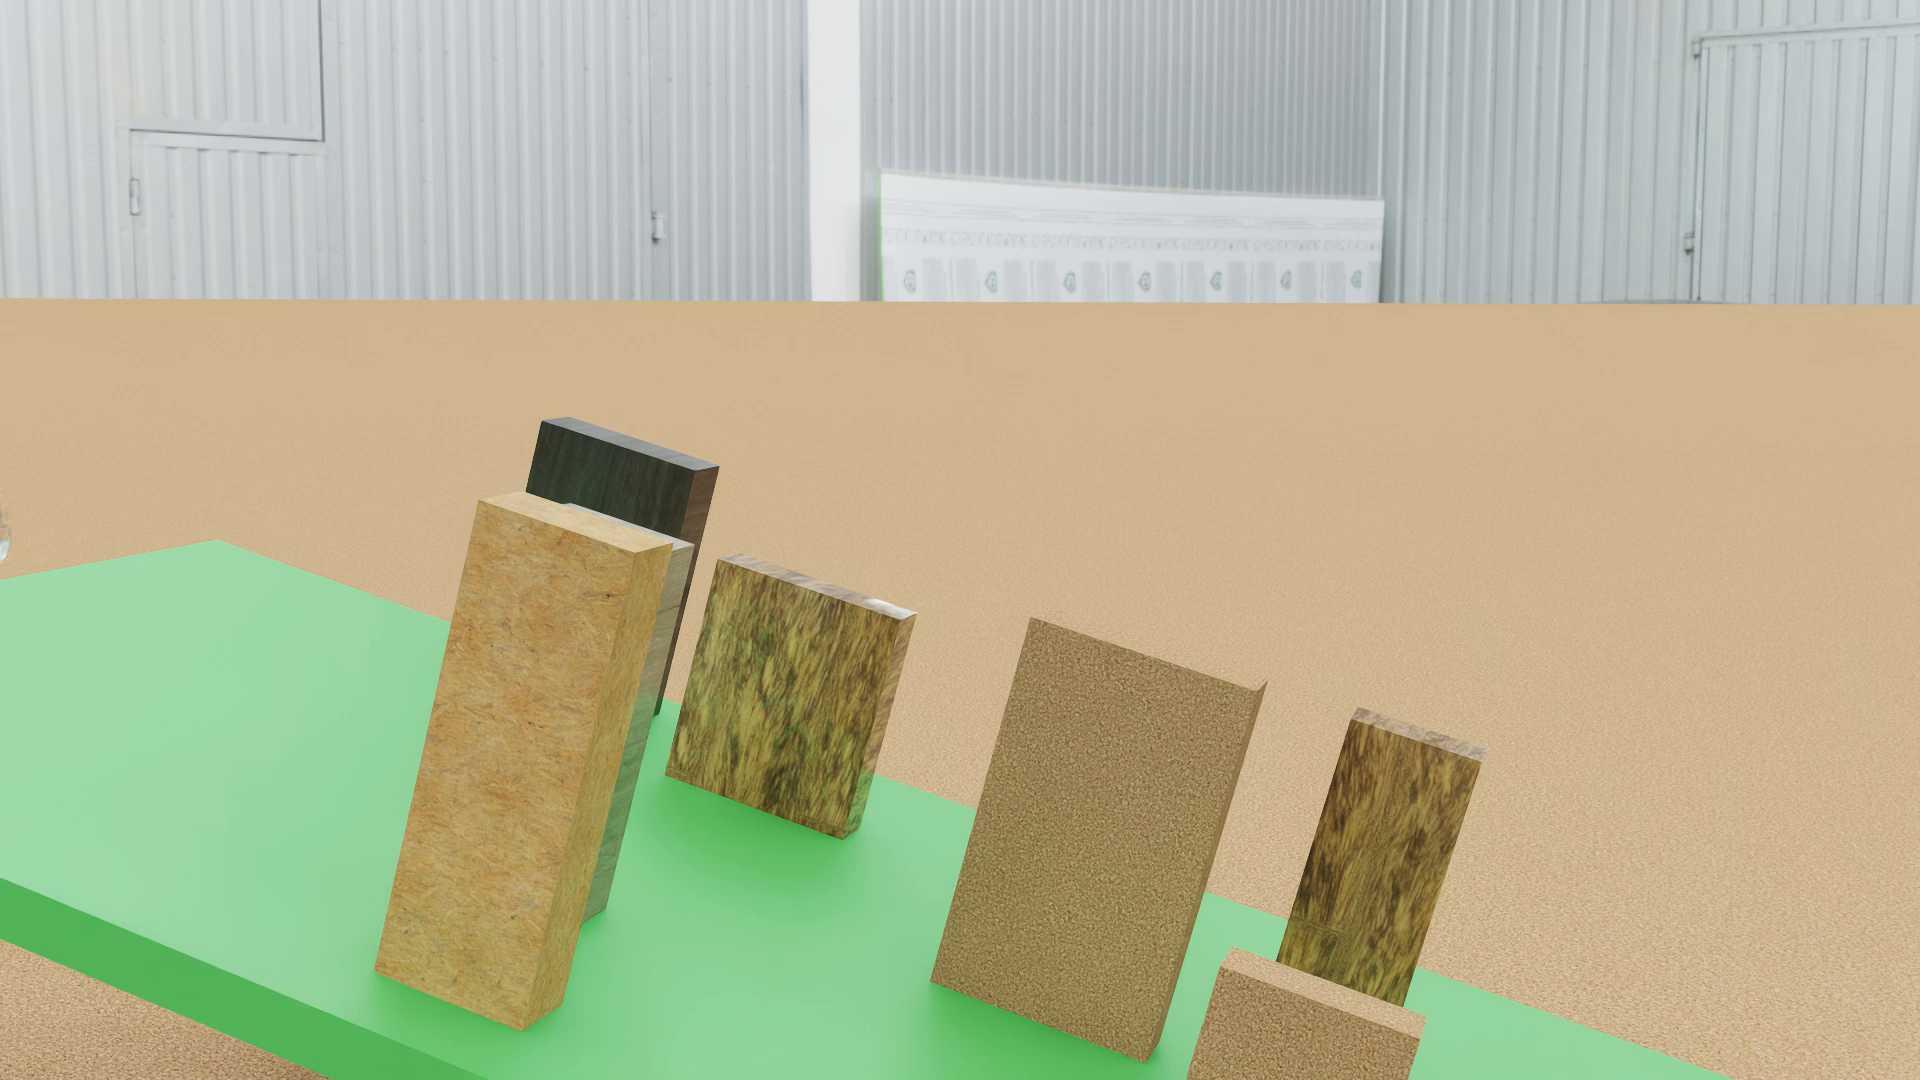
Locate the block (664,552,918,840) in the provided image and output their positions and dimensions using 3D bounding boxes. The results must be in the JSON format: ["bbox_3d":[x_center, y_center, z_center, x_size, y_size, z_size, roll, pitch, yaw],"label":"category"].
[{"bbox_3d":[-0.370,0.335,4.770,0.430,0.502,0.110,18,11,14],"label":"block"}]

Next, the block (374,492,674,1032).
[{"bbox_3d":[-0.697,0.349,3.496,0.273,0.799,0.139,18,11,14],"label":"block"}]

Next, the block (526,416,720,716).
[{"bbox_3d":[-0.841,0.069,5.153,0.399,0.619,0.140,18,11,14],"label":"block"}]

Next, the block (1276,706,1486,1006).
[{"bbox_3d":[0.772,0.677,4.168,0.248,0.666,0.120,18,11,14],"label":"block"}]

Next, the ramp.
[{"bbox_3d":[-0.383,0.756,4.244,4.000,0.100,2.000,18,11,14],"label":"ramp"}]

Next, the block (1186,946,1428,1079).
[{"bbox_3d":[0.497,0.888,3.376,0.312,0.431,0.104,18,11,14],"label":"block"}]

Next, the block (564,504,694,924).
[{"bbox_3d":[-0.691,0.311,3.936,0.251,0.705,0.115,18,11,14],"label":"block"}]

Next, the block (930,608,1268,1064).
[{"bbox_3d":[0.249,0.536,4.027,0.427,0.721,0.119,18,11,14],"label":"block"}]

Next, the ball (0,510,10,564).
[{"bbox_3d":[-2.086,-0.006,4.605,0.181,0.181,0.181,0,7,0],"label":"ball"}]
